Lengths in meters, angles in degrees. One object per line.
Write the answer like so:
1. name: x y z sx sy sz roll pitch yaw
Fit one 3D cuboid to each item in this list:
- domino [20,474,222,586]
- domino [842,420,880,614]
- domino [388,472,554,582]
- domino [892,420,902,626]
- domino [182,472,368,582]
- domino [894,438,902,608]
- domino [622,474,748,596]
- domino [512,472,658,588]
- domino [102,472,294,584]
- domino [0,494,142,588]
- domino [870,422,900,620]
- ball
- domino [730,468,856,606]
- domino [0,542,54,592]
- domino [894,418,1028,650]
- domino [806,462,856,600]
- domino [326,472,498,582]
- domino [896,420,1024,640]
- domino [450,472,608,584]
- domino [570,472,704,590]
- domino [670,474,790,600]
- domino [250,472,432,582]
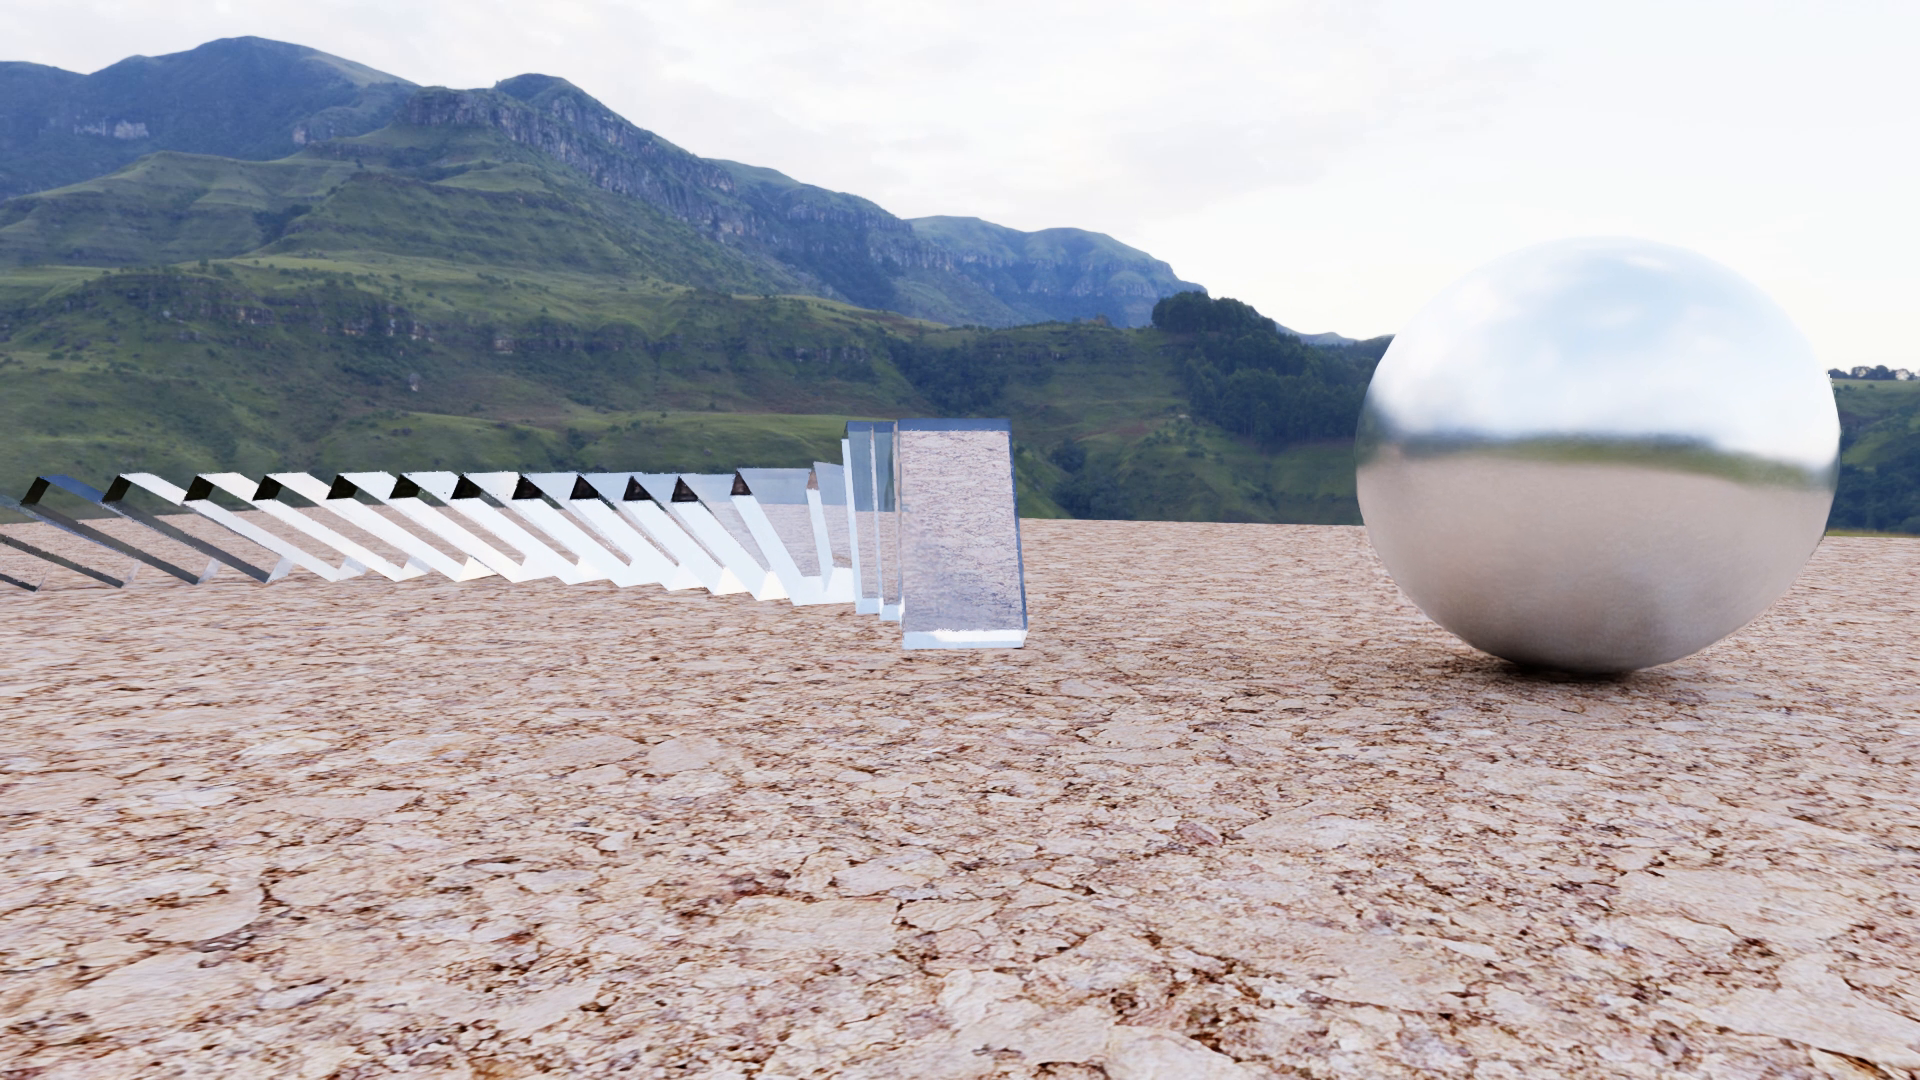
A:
1. domino: -0.252 -0.003 0.389 0.050 0.009 0.025 30 -6 -19
2. domino: -0.015 -0.006 0.329 0.025 0.050 0.009 0 -26 -14
3. domino: -0.153 -0.005 0.408 0.050 0.009 0.025 32 11 9
4. domino: -0.003 -0.004 0.307 0.025 0.050 0.010 0 -26 -6
5. domino: -0.213 -0.004 0.405 0.050 0.009 0.025 30 2 -6
6. domino: -0.002 -0.004 0.296 0.025 0.050 0.010 0 -26 -6
7. domino: -0.076 -0.003 0.382 0.050 0.010 0.025 39 27 31
8. domino: -0.113 -0.004 0.400 0.050 0.009 0.025 34 18 21
9. domino: -0.233 -0.004 0.397 0.050 0.009 0.025 30 -3 -14
10. domino: -0.270 -0.002 0.378 0.050 0.009 0.025 29 -9 -25
11. domino: -0.008 -0.005 0.318 0.025 0.050 0.009 -1 -26 -9
12. ball: 0.114 -0.015 0.237 0.080 0.080 0.080 0 4 0
13. domino: -0.043 -0.002 0.357 0.025 0.010 0.050 -2 38 -33
14. domino: -0.288 -0.001 0.365 0.050 0.009 0.025 30 -12 -30
15. domino: 0.000 -0.002 0.274 0.025 0.050 0.009 0 -26 -6
16. domino: -0.026 -0.002 0.349 0.025 0.009 0.050 7 33 -19
17. domino: -0.173 -0.005 0.410 0.050 0.009 0.025 31 8 5
18. domino: -0.001 -0.003 0.285 0.025 0.050 0.009 0 -26 -6
19. domino: -0.133 -0.004 0.405 0.050 0.009 0.025 33 14 15
20. domino: -0.093 -0.004 0.392 0.050 0.009 0.025 37 23 26
21. domino: -0.060 -0.002 0.370 0.025 0.009 0.050 -4 36 -44
22. domino: -0.194 -0.005 0.407 0.050 0.009 0.025 30 3 -3
